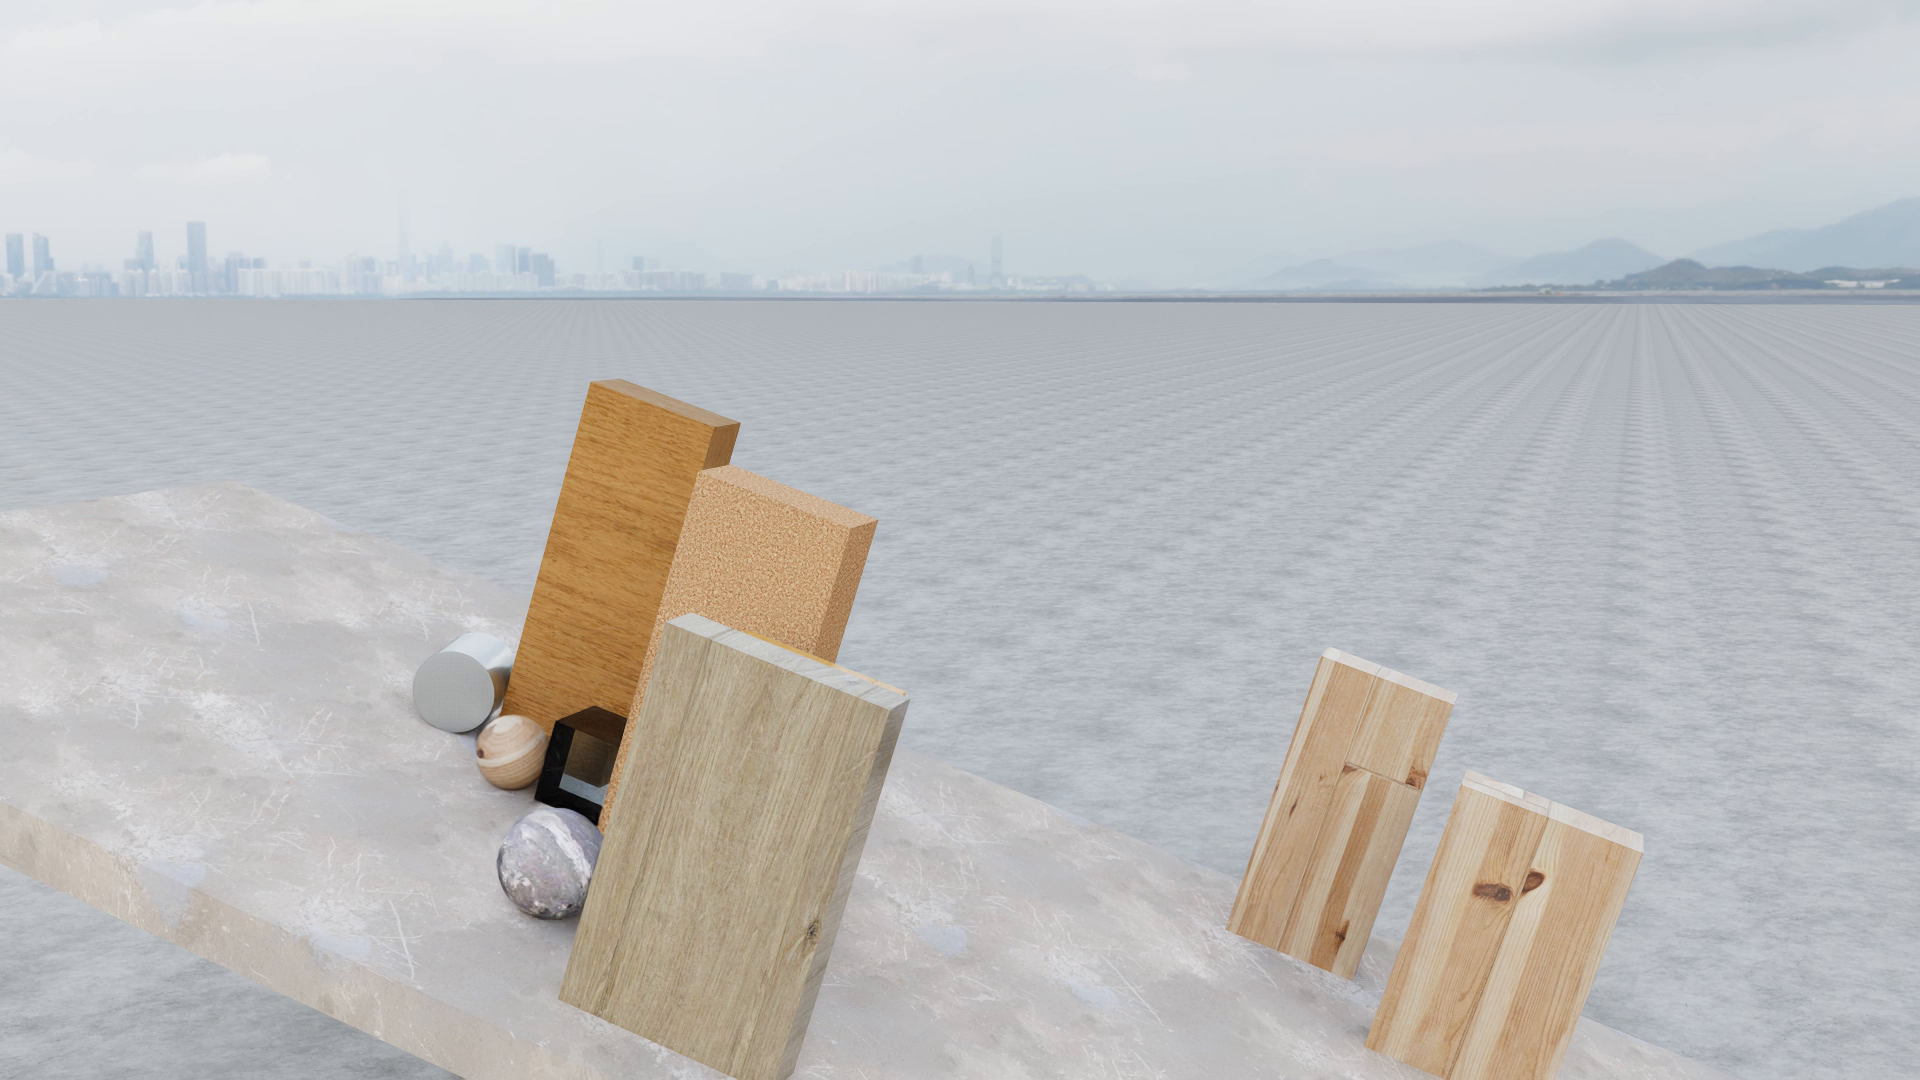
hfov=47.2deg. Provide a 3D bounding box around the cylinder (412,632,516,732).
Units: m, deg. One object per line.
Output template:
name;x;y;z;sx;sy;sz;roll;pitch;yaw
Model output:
cylinder;-0.999;0.287;4.451;0.167;0.167;0.167;1;11;5

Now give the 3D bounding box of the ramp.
ramp;-0.358;0.679;4.227;4.000;0.100;2.000;20;12;14

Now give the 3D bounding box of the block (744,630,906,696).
block;-0.324;0.454;3.804;0.306;0.511;0.124;20;12;14

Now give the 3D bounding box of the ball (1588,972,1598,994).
ball;1.314;0.945;4.875;0.191;0.191;0.191;0;7;0

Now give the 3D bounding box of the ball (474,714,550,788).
ball;-0.852;0.403;4.191;0.141;0.141;0.141;0;7;0

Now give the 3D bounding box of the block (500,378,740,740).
block;-0.690;0.079;4.418;0.275;0.750;0.133;20;12;14

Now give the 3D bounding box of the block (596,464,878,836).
block;-0.414;0.259;4.043;0.305;0.726;0.147;20;12;14

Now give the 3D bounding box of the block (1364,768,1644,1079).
block;1.039;0.769;4.212;0.348;0.554;0.139;20;12;14

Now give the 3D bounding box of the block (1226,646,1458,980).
block;0.796;0.571;4.600;0.282;0.625;0.119;20;12;14

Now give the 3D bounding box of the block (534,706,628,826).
block;-0.689;0.436;4.223;0.163;0.163;0.163;20;12;14

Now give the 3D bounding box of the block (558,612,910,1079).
block;-0.350;0.476;3.361;0.373;0.634;0.095;20;12;14

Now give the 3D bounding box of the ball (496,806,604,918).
ball;-0.683;0.541;3.691;0.185;0.185;0.185;0;7;0
